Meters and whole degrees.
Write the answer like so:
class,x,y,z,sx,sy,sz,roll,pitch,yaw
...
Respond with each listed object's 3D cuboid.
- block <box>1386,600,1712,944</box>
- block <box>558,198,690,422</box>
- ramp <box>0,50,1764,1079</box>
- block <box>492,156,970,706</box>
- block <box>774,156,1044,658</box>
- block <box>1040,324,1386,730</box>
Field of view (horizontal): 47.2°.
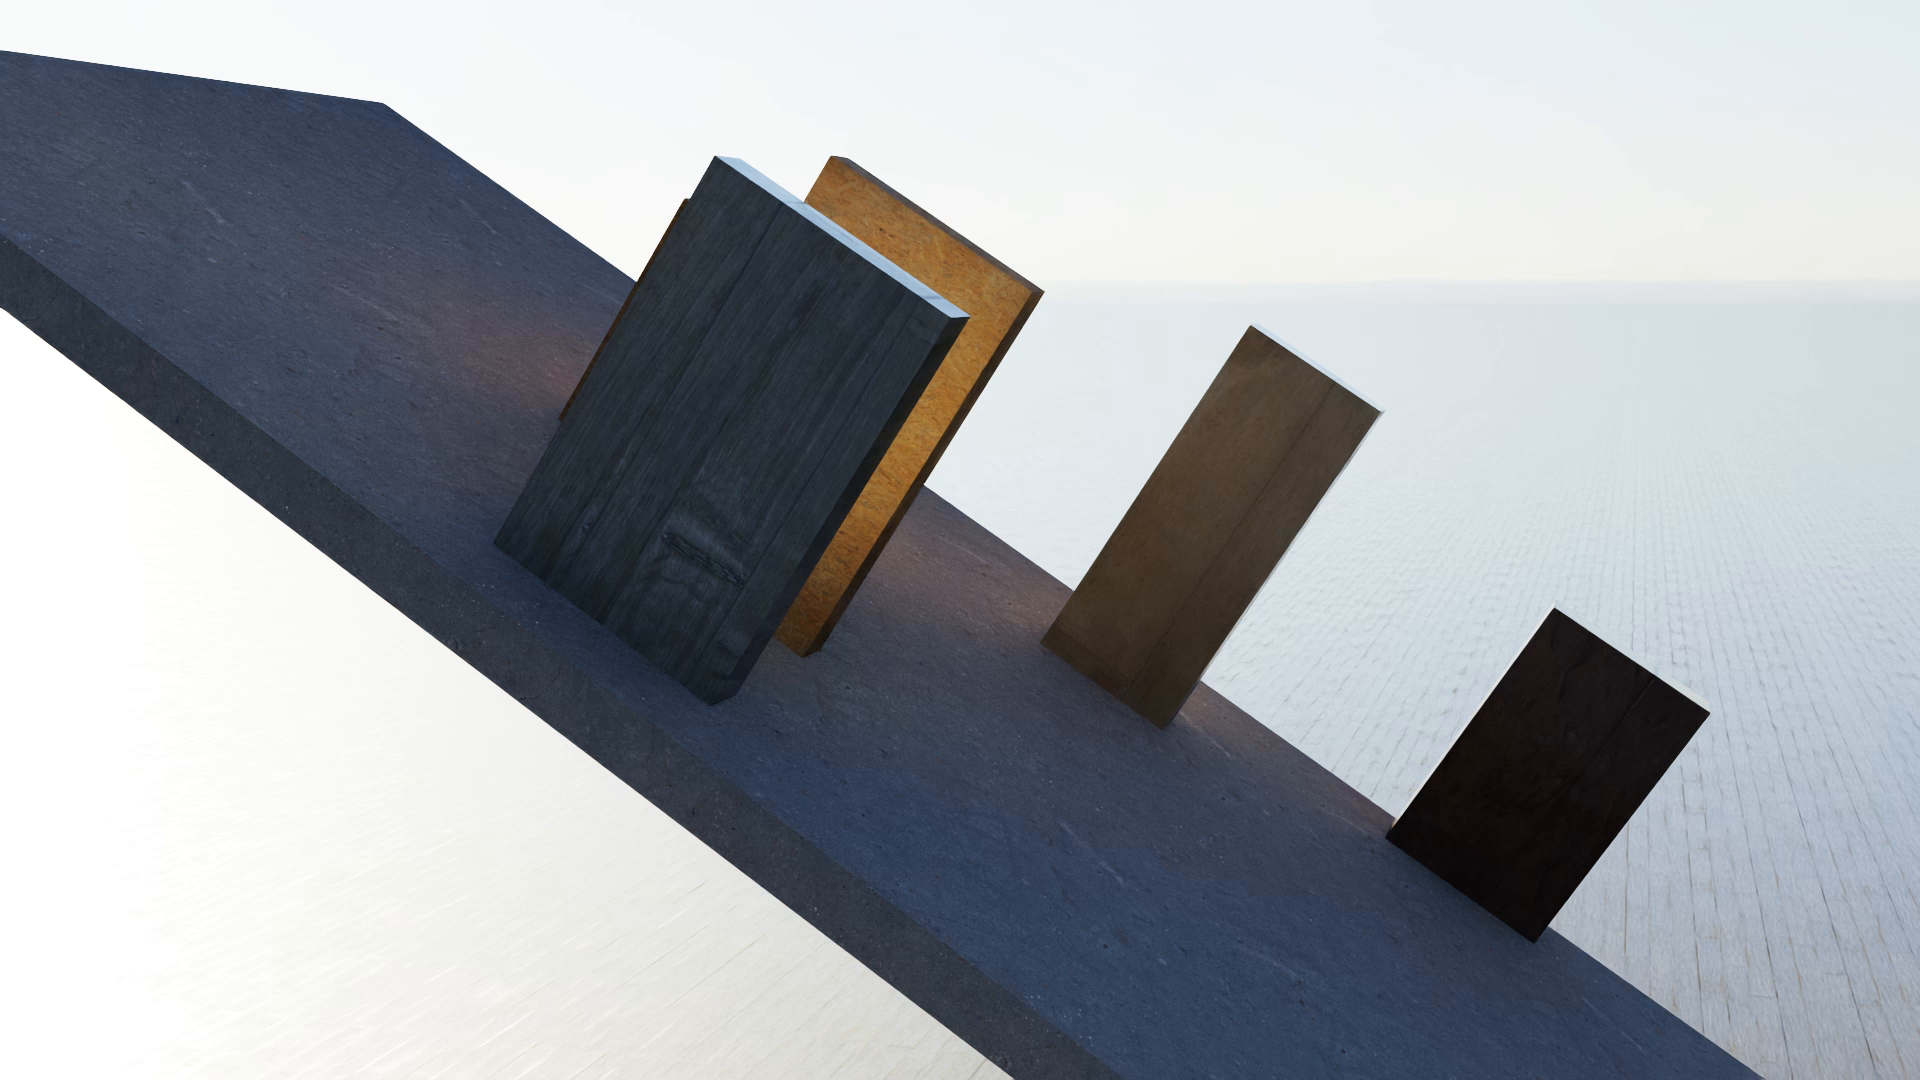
class,x,y,z,sx,sy,sz,roll,pitch,yaw
block,1.231,0.486,4.625,0.374,0.611,0.117,35,15,10
block,-0.446,-0.317,4.034,0.386,0.480,0.126,35,15,10
ramp,-0.131,0.220,4.101,4.000,0.100,2.000,35,15,10
block,-0.353,-0.161,3.311,0.431,0.698,0.098,35,15,10
block,-0.226,-0.219,3.685,0.407,0.731,0.083,35,15,10
block,0.505,-0.024,4.441,0.308,0.781,0.095,35,15,10
